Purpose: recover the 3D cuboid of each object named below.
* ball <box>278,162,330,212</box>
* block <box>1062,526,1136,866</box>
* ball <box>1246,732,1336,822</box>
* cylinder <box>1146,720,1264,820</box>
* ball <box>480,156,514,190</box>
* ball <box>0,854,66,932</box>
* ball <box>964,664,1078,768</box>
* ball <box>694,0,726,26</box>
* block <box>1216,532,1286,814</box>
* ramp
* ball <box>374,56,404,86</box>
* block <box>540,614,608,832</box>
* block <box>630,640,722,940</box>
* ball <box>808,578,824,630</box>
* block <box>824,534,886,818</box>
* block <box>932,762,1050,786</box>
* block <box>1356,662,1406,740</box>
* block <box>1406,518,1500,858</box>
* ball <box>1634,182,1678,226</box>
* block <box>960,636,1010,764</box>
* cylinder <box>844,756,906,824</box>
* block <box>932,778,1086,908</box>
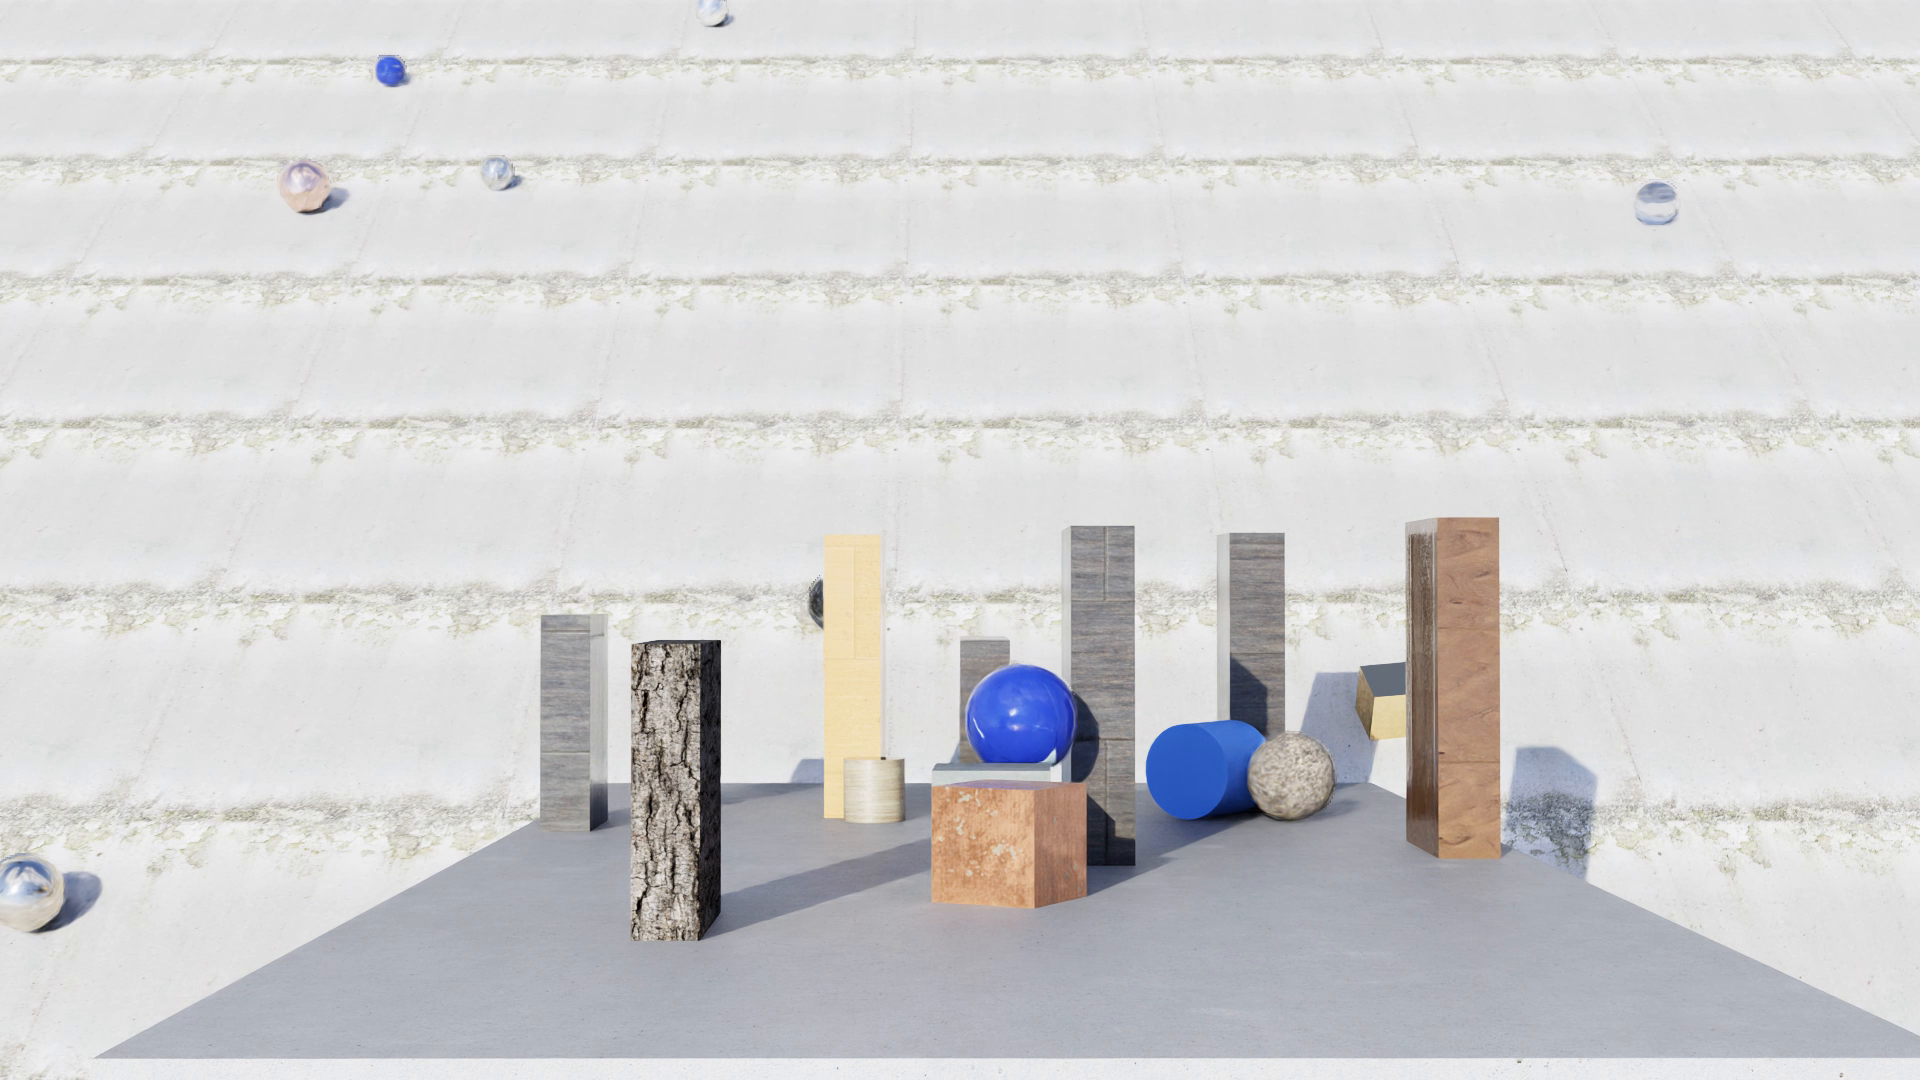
[{"bbox_3d":[-2.460,-1.326,9.734,0.187,0.187,0.187,0,33,0],"label":"ball"},{"bbox_3d":[0.260,0.287,4.935,0.117,0.618,0.433,0,-1,0],"label":"block"},{"bbox_3d":[0.718,0.514,5.630,0.191,0.191,0.191,0,33,0],"label":"ball"},{"bbox_3d":[0.553,0.507,5.741,0.208,0.208,0.208,25,13,33],"label":"cylinder"},{"bbox_3d":[-1.770,-1.401,9.906,0.124,0.124,0.124,0,33,0],"label":"ball"},{"bbox_3d":[-2.297,0.869,6.384,0.186,0.186,0.186,0,33,0],"label":"ball"},{"bbox_3d":[0.109,0.319,4.596,0.201,0.201,0.201,0,33,0],"label":"ball"},{"bbox_3d":[-1.083,-2.304,11.273,0.139,0.139,0.139,0,33,0],"label":"ball"},{"bbox_3d":[0.669,0.301,5.979,0.125,0.631,0.287,0,-1,0],"label":"block"},{"bbox_3d":[0.074,0.643,4.762,2.000,0.100,4.000,0,-1,0],"label":"ramp"},{"bbox_3d":[-2.359,-1.939,10.731,0.122,0.122,0.122,0,33,0],"label":"ball"},{"bbox_3d":[-0.820,0.383,5.523,0.104,0.450,0.277,0,-1,0],"label":"block"},{"bbox_3d":[-0.421,0.363,3.865,0.099,0.423,0.329,0,-1,0],"label":"block"},{"bbox_3d":[-0.353,0.182,7.449,0.168,0.168,0.168,0,33,0],"label":"ball"},{"bbox_3d":[-0.237,0.304,5.940,0.124,0.624,0.443,0,-1,0],"label":"block"},{"bbox_3d":[0.055,0.486,4.424,0.199,0.199,0.199,0,-1,2],"label":"block"},{"bbox_3d":[1.175,0.439,7.077,0.146,0.146,0.146,-5,34,-7],"label":"block"},{"bbox_3d":[0.950,0.279,5.014,0.116,0.636,0.350,0,-1,0],"label":"block"},{"bbox_3d":[2.588,-1.251,9.643,0.162,0.162,0.162,0,33,0],"label":"ball"},{"bbox_3d":[0.045,0.391,4.916,0.091,0.410,0.445,0,-1,0],"label":"block"},{"bbox_3d":[-0.187,0.543,5.646,0.135,0.135,0.135,0,-1,0],"label":"cylinder"},{"bbox_3d":[0.081,0.489,4.199,0.185,0.185,0.185,-1,-1,29],"label":"block"}]
